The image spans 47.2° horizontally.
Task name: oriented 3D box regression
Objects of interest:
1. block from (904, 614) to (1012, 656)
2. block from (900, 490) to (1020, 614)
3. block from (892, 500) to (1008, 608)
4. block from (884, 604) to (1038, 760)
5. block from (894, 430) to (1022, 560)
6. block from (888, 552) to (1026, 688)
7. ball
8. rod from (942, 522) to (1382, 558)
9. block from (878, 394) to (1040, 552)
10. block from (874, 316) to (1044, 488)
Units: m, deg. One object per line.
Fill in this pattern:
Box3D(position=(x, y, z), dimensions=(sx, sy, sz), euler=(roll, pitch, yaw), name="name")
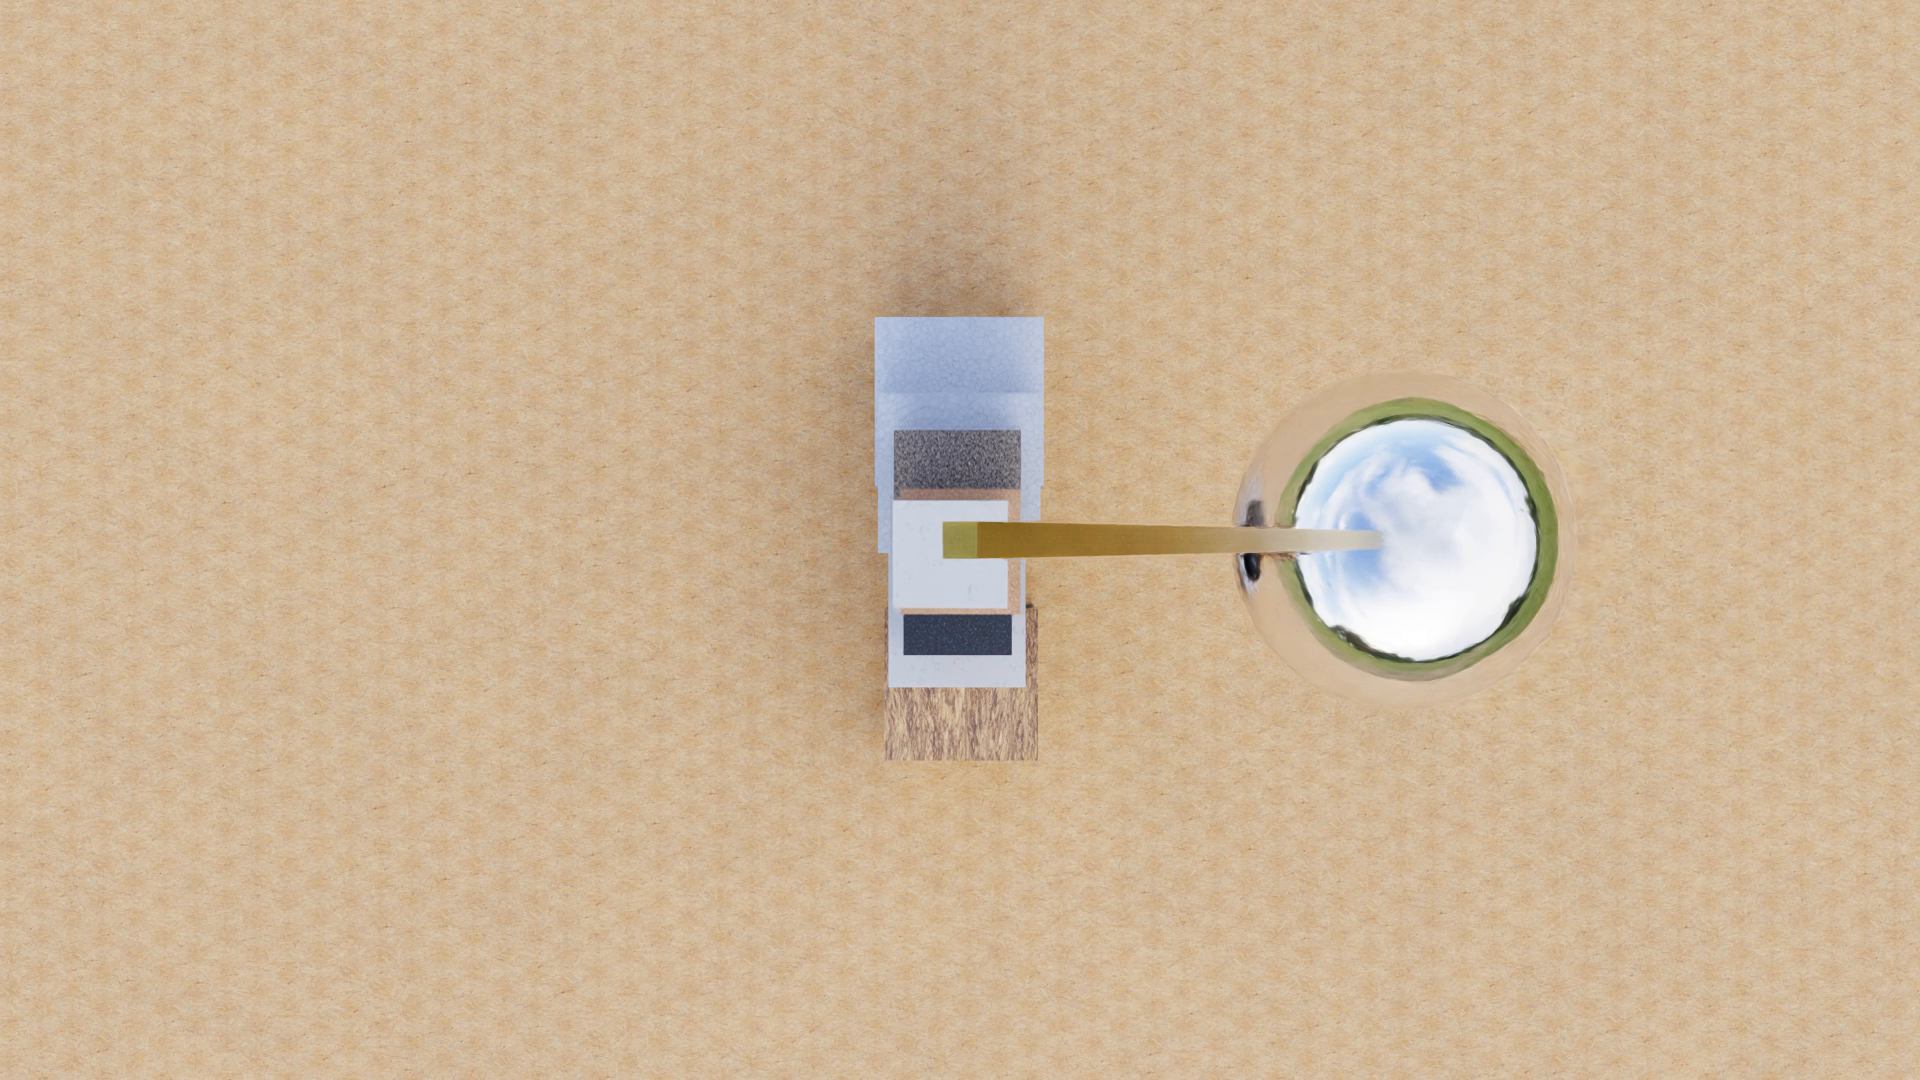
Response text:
Box3D(position=(-0.012, 0.337, 11.294), dimensions=(0.545, 0.540, 0.486), euler=(0, 90, 0), name="block")
Box3D(position=(0.002, 0.046, 9.971), dimensions=(0.532, 0.524, 0.550), euler=(0, 91, 0), name="block")
Box3D(position=(-0.040, 0.054, 9.453), dimensions=(0.482, 0.513, 0.449), euler=(0, 91, 0), name="block")
Box3D(position=(0.007, 0.805, 12.617), dimensions=(0.853, 0.766, 0.845), euler=(0, 90, 0), name="block")
Box3D(position=(-0.013, -0.226, 11.061), dimensions=(0.622, 0.630, 0.636), euler=(0, 91, 0), name="block")
Box3D(position=(-0.016, 0.419, 11.899), dimensions=(0.719, 0.670, 0.711), euler=(0, 90, 0), name="block")
Box3D(position=(2.074, 0.000, 10.344), dimensions=(1.600, 1.600, 1.600), euler=(0, 90, 0), name="ball")
Box3D(position=(0.899, 0.000, 7.154), dimensions=(0.080, 5.200, 0.080), euler=(0, 90, 20), name="rod")
Box3D(position=(-0.004, -0.353, 11.737), dimensions=(0.841, 0.727, 0.825), euler=(0, 91, 0), name="block")
Box3D(position=(-0.004, -0.762, 12.551), dimensions=(0.930, 0.898, 0.930), euler=(0, 90, 0), name="block")
